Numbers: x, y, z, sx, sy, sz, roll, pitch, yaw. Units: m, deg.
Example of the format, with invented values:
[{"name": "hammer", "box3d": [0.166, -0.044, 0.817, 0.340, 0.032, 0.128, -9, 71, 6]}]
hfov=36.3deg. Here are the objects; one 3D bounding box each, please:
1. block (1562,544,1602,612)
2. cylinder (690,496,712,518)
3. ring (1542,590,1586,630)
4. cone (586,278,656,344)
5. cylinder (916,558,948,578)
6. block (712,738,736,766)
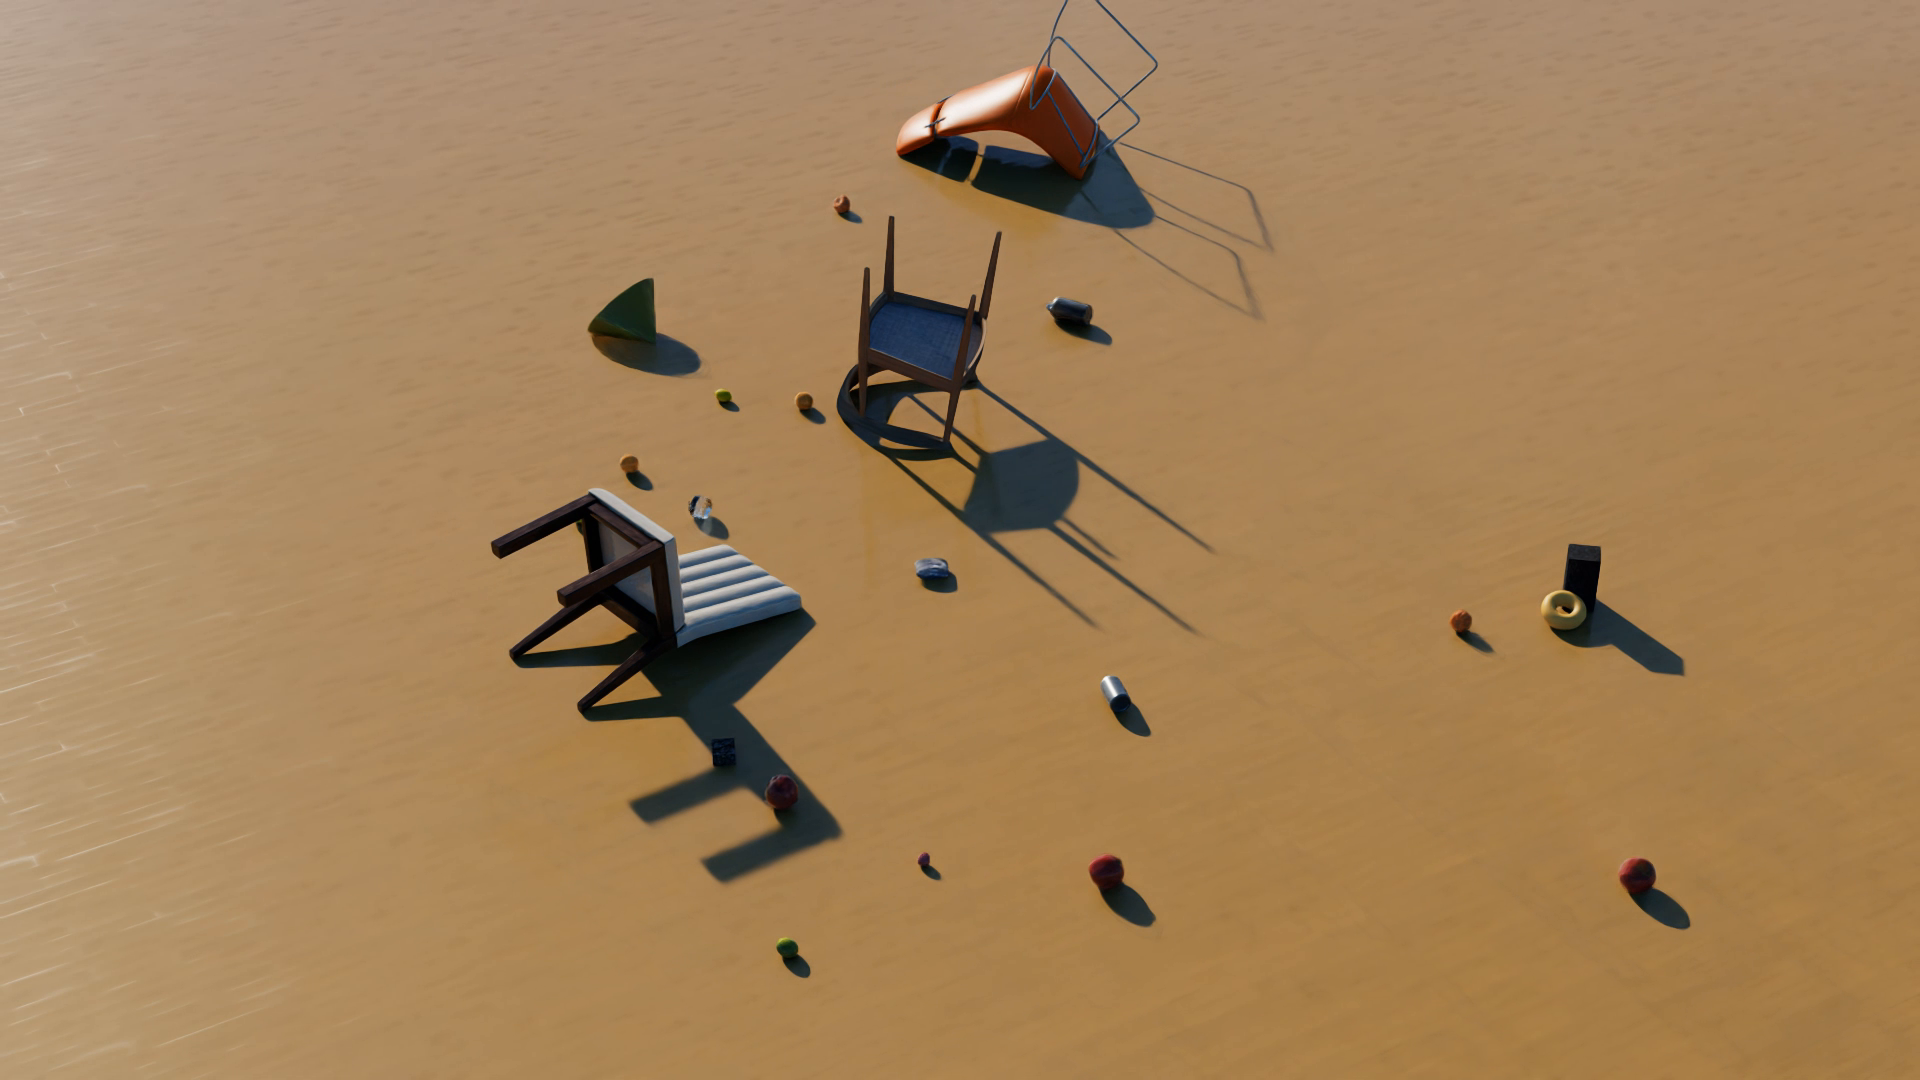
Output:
[{"name": "block", "box3d": [2.234, 0.136, 10.541, 0.113, 0.218, 0.100, 5, 34, 8]}, {"name": "cylinder", "box3d": [-0.978, -0.123, 11.059, 0.050, 0.080, 0.079, 15, 71, 22]}, {"name": "ring", "box3d": [2.158, 0.252, 10.478, 0.162, 0.063, 0.160, -15, 54, -12]}, {"name": "cone", "box3d": [-1.339, -0.894, 12.204, 0.359, 0.197, 0.237, -40, 75, -12]}, {"name": "cylinder", "box3d": [-0.102, 0.105, 10.740, 0.120, 0.050, 0.068, 3, 22, -3]}, {"name": "block", "box3d": [-0.792, 0.710, 9.824, 0.076, 0.047, 0.086, -3, 34, -5]}]
